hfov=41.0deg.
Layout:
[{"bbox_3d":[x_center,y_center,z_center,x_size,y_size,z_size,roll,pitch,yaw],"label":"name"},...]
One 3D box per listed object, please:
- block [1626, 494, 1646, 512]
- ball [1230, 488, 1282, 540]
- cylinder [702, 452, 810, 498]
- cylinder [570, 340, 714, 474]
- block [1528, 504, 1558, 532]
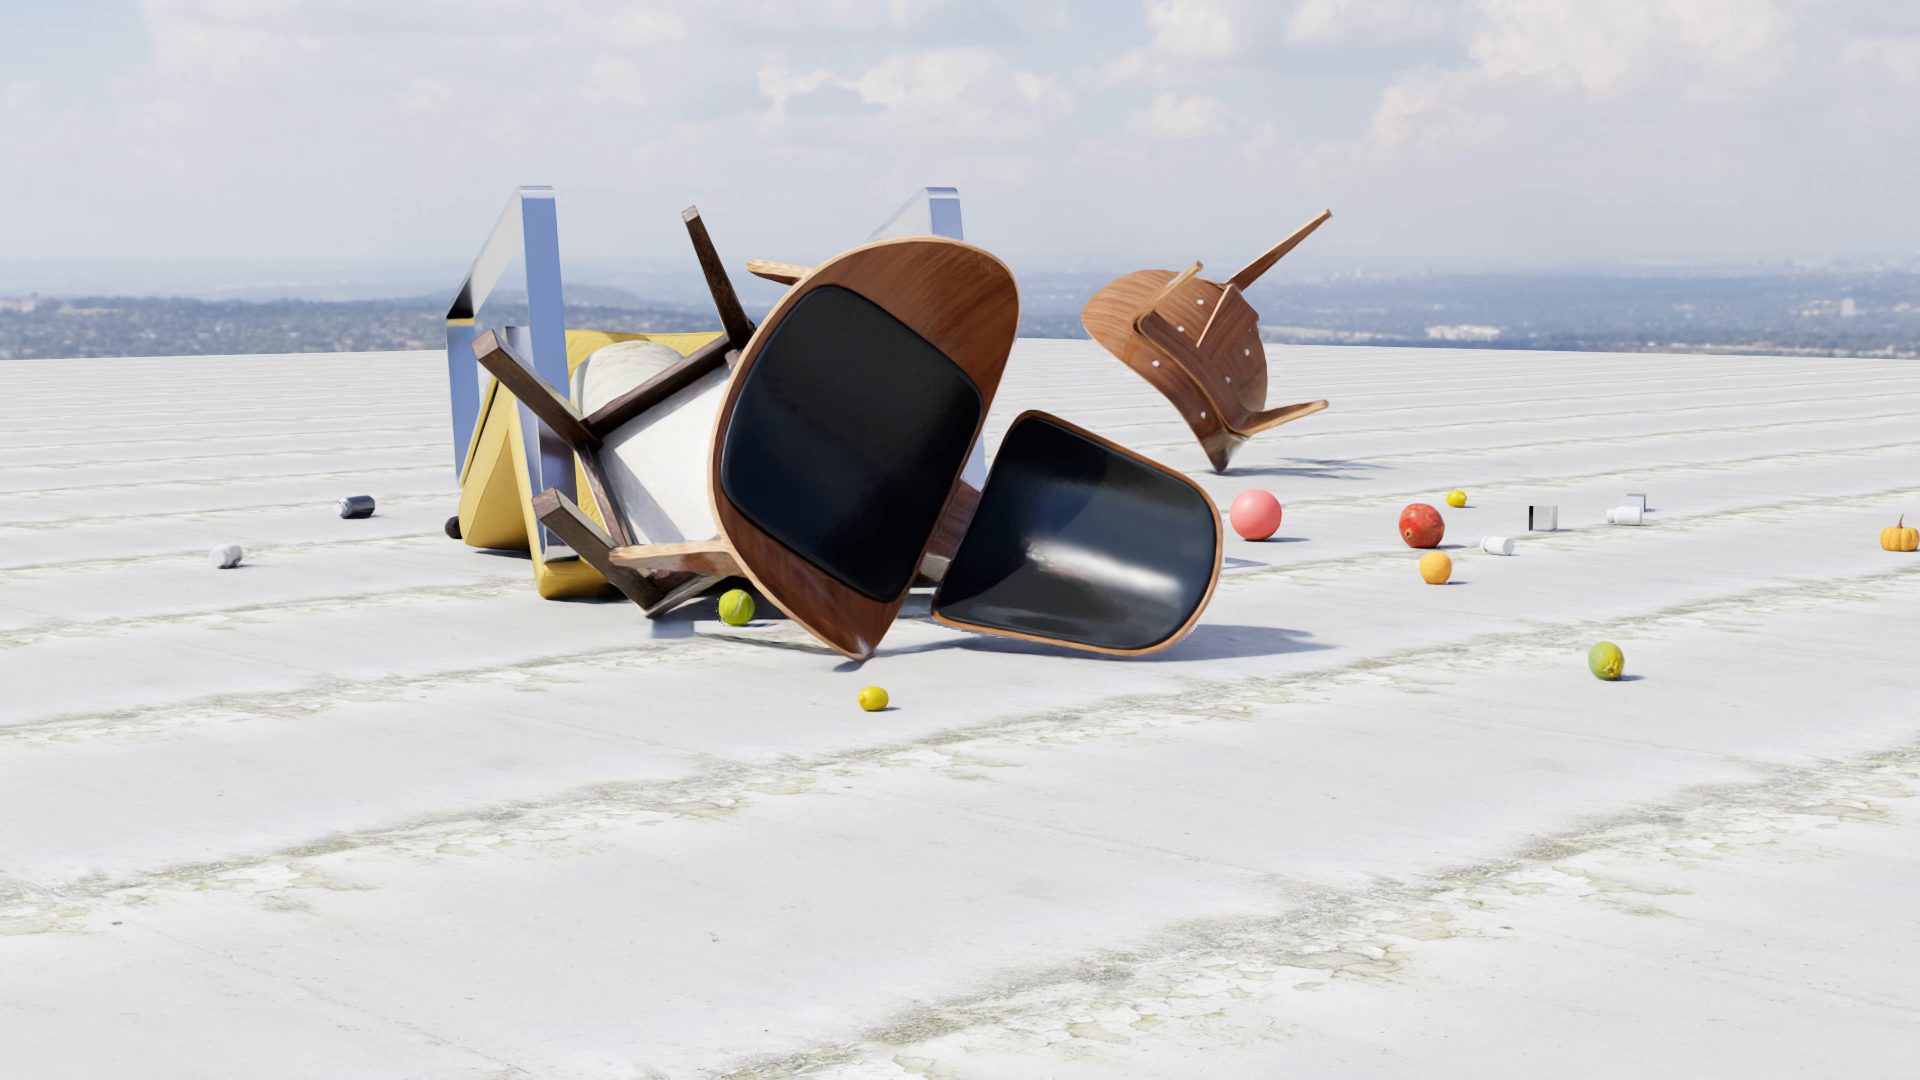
[{"bbox_3d":[1.899,-0.104,7.211,0.049,0.044,0.113,2,6,18],"label":"block"},{"bbox_3d":[0.736,-0.063,6.388,0.130,0.130,0.130,0,6,0],"label":"ball"},{"bbox_3d":[-0.608,-0.195,7.628,0.279,0.131,0.250,-2,-6,-16],"label":"cylinder"},{"bbox_3d":[-0.652,-0.271,5.267,0.276,0.230,0.150,13,36,-36],"label":"cylinder"},{"bbox_3d":[1.512,-0.058,6.651,0.058,0.066,0.068,3,7,28],"label":"block"}]
